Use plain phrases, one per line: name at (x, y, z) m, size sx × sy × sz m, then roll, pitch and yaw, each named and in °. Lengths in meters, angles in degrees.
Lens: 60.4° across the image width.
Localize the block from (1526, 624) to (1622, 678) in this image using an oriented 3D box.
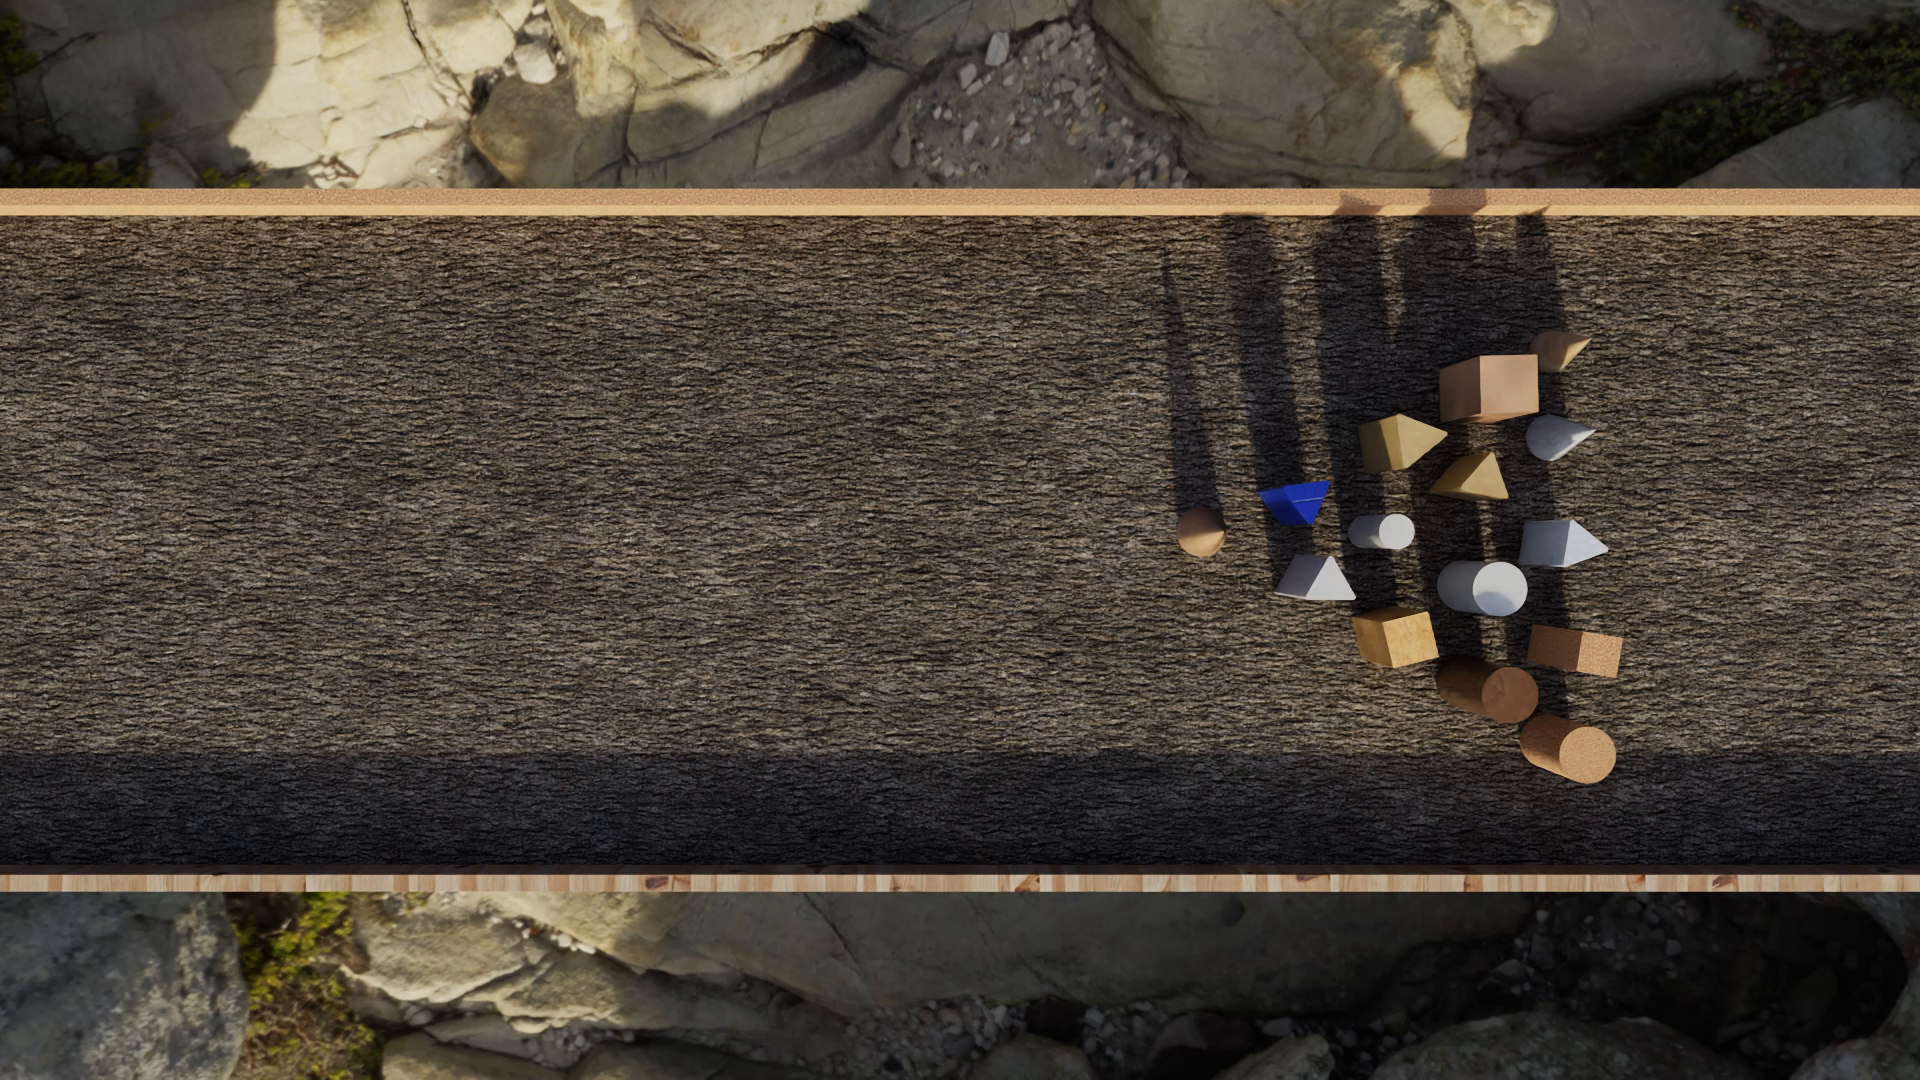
block at (1.810, 0.325, 4.871) m, size 0.115 × 0.410 × 0.115 m, roll 10°, pitch 90°, yaw 0°

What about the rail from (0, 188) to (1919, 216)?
rail at (-2.247, -1.025, 5.002) m, size 12.000 × 0.150 × 0.050 m, roll 0°, pitch 90°, yaw 0°

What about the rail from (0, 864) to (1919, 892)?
rail at (-2.247, 1.025, 5.001) m, size 12.000 × 0.150 × 0.050 m, roll 0°, pitch 90°, yaw 0°

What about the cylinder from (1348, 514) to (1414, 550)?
cylinder at (1.245, -0.024, 4.888) m, size 0.102 × 0.378 × 0.102 m, roll 0°, pitch 90°, yaw 0°

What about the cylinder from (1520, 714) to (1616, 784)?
cylinder at (1.805, 0.619, 4.909) m, size 0.164 × 0.335 × 0.164 m, roll 0°, pitch 90°, yaw 0°

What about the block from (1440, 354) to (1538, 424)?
block at (1.559, -0.443, 4.879) m, size 0.163 × 0.396 × 0.163 m, roll -1°, pitch 90°, yaw 0°

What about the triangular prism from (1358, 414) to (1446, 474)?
triangular prism at (1.268, -0.302, 4.853) m, size 0.152 × 0.447 × 0.132 m, roll -39°, pitch 90°, yaw 0°

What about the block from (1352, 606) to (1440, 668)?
block at (1.286, 0.285, 4.890) m, size 0.134 × 0.373 × 0.134 m, roll -14°, pitch 90°, yaw 0°

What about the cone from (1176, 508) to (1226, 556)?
cone at (0.743, -0.025, 4.862) m, size 0.153 × 0.428 × 0.153 m, roll 0°, pitch 90°, yaw 0°

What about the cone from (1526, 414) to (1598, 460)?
cone at (1.814, -0.315, 4.884) m, size 0.143 × 0.386 × 0.143 m, roll 0°, pitch 90°, yaw 0°

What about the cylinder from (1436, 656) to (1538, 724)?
cylinder at (1.544, 0.436, 4.853) m, size 0.159 × 0.447 × 0.159 m, roll 0°, pitch 90°, yaw 0°

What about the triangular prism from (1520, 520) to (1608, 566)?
triangular prism at (1.763, -0.003, 4.887) m, size 0.135 × 0.380 × 0.117 m, roll -21°, pitch 90°, yaw 0°

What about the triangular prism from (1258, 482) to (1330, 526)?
triangular prism at (1.000, -0.131, 4.870) m, size 0.114 × 0.414 × 0.132 m, roll -37°, pitch 90°, yaw 0°

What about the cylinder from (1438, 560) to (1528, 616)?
cylinder at (1.546, 0.140, 4.899) m, size 0.157 × 0.355 × 0.157 m, roll 0°, pitch 90°, yaw 0°

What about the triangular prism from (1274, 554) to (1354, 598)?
triangular prism at (1.038, 0.104, 4.847) m, size 0.139 × 0.459 × 0.121 m, roll 0°, pitch 90°, yaw 0°

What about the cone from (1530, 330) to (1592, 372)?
cone at (1.819, -0.581, 4.907) m, size 0.133 × 0.339 × 0.133 m, roll 0°, pitch 90°, yaw 0°

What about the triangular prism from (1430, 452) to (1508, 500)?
triangular prism at (1.523, -0.194, 4.915) m, size 0.139 × 0.323 × 0.120 m, roll 11°, pitch 90°, yaw 0°
